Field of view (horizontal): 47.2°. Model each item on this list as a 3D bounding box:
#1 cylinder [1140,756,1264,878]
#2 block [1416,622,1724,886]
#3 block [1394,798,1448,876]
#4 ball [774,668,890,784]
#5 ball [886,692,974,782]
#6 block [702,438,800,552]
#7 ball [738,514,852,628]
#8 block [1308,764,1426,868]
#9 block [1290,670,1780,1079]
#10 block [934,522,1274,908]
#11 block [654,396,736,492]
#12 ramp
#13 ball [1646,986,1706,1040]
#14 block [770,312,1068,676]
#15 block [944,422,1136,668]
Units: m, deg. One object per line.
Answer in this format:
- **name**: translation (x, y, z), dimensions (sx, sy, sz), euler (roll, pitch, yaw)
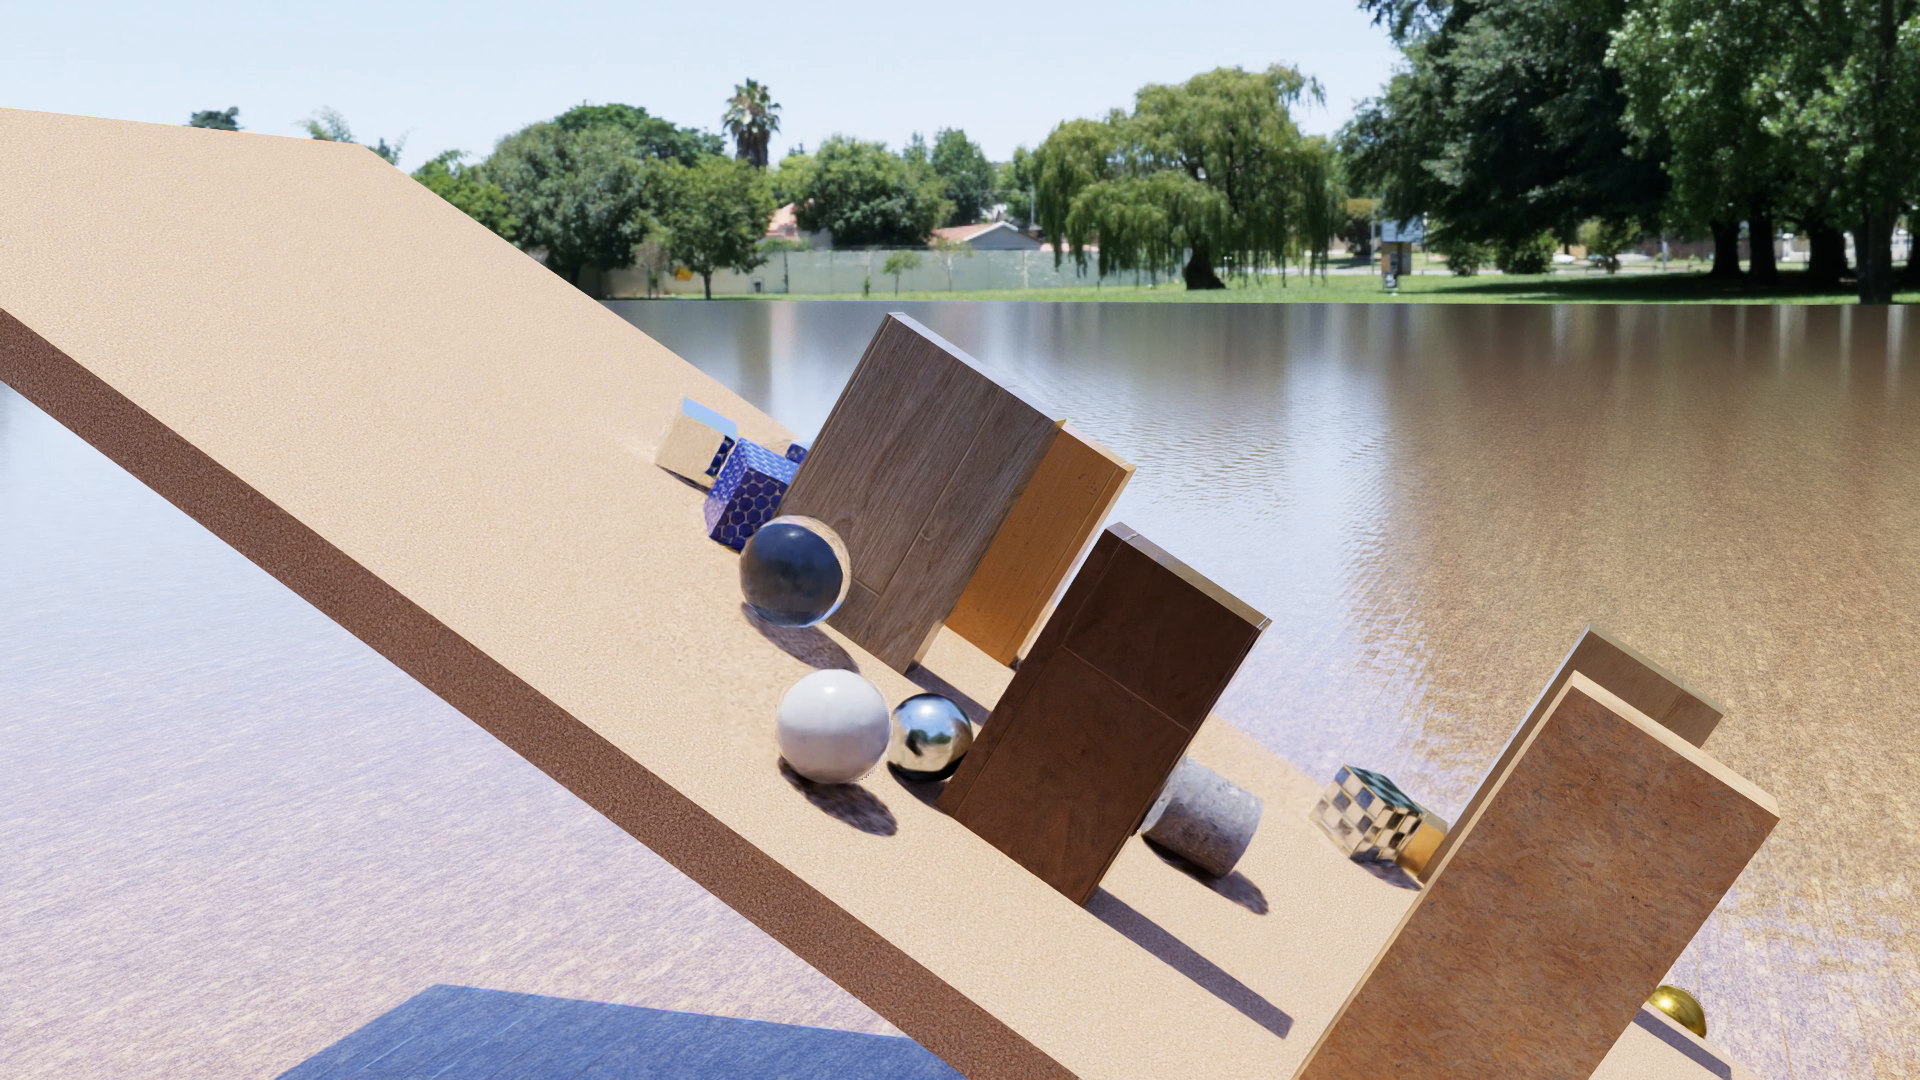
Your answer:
- **cylinder**: translation (0.440, 0.503, 4.005), dimensions (0.163, 0.163, 0.163), euler (30, 6, -4)
- **block**: translation (1.269, 0.529, 4.595), dimensions (0.312, 0.643, 0.116), euler (34, 15, 11)
- **block**: translation (0.968, 0.634, 4.715), dimensions (0.109, 0.109, 0.109), euler (33, 15, 9)
- **ball**: translation (-0.198, 0.290, 3.422), dimensions (0.180, 0.180, 0.180), euler (0, 7, 0)
- **ball**: translation (-0.052, 0.327, 3.647), dimensions (0.149, 0.149, 0.149), euler (0, 7, 0)
- **block**: translation (-0.385, -0.071, 4.276), dimensions (0.162, 0.162, 0.162), euler (25, 16, -20)
- **ball**: translation (-0.296, 0.056, 3.948), dimensions (0.205, 0.205, 0.205), euler (0, 7, 0)
- **block**: translation (0.852, 0.579, 4.606), dimensions (0.142, 0.142, 0.142), euler (18, 19, -40)
- **block**: translation (0.810, 0.606, 3.182), dimensions (0.327, 0.776, 0.125), euler (34, 15, 11)
- **block**: translation (0.229, 0.282, 3.560), dimensions (0.294, 0.547, 0.107), euler (34, 15, 11)
- **block**: translation (-0.537, -0.196, 4.469), dimensions (0.122, 0.122, 0.122), euler (27, 15, -14)
- **ramp**: translation (-0.162, 0.268, 4.117), dimensions (4.000, 0.100, 2.000), euler (34, 15, 11)
- **ball**: translation (1.659, 1.139, 5.165), dimensions (0.180, 0.180, 0.180), euler (0, 7, 0)
- **block**: translation (-0.107, -0.086, 4.087), dimensions (0.371, 0.559, 0.089), euler (34, 15, 11)
- **block**: translation (0.060, -0.054, 4.473), dimensions (0.407, 0.475, 0.083), euler (34, 15, 11)
